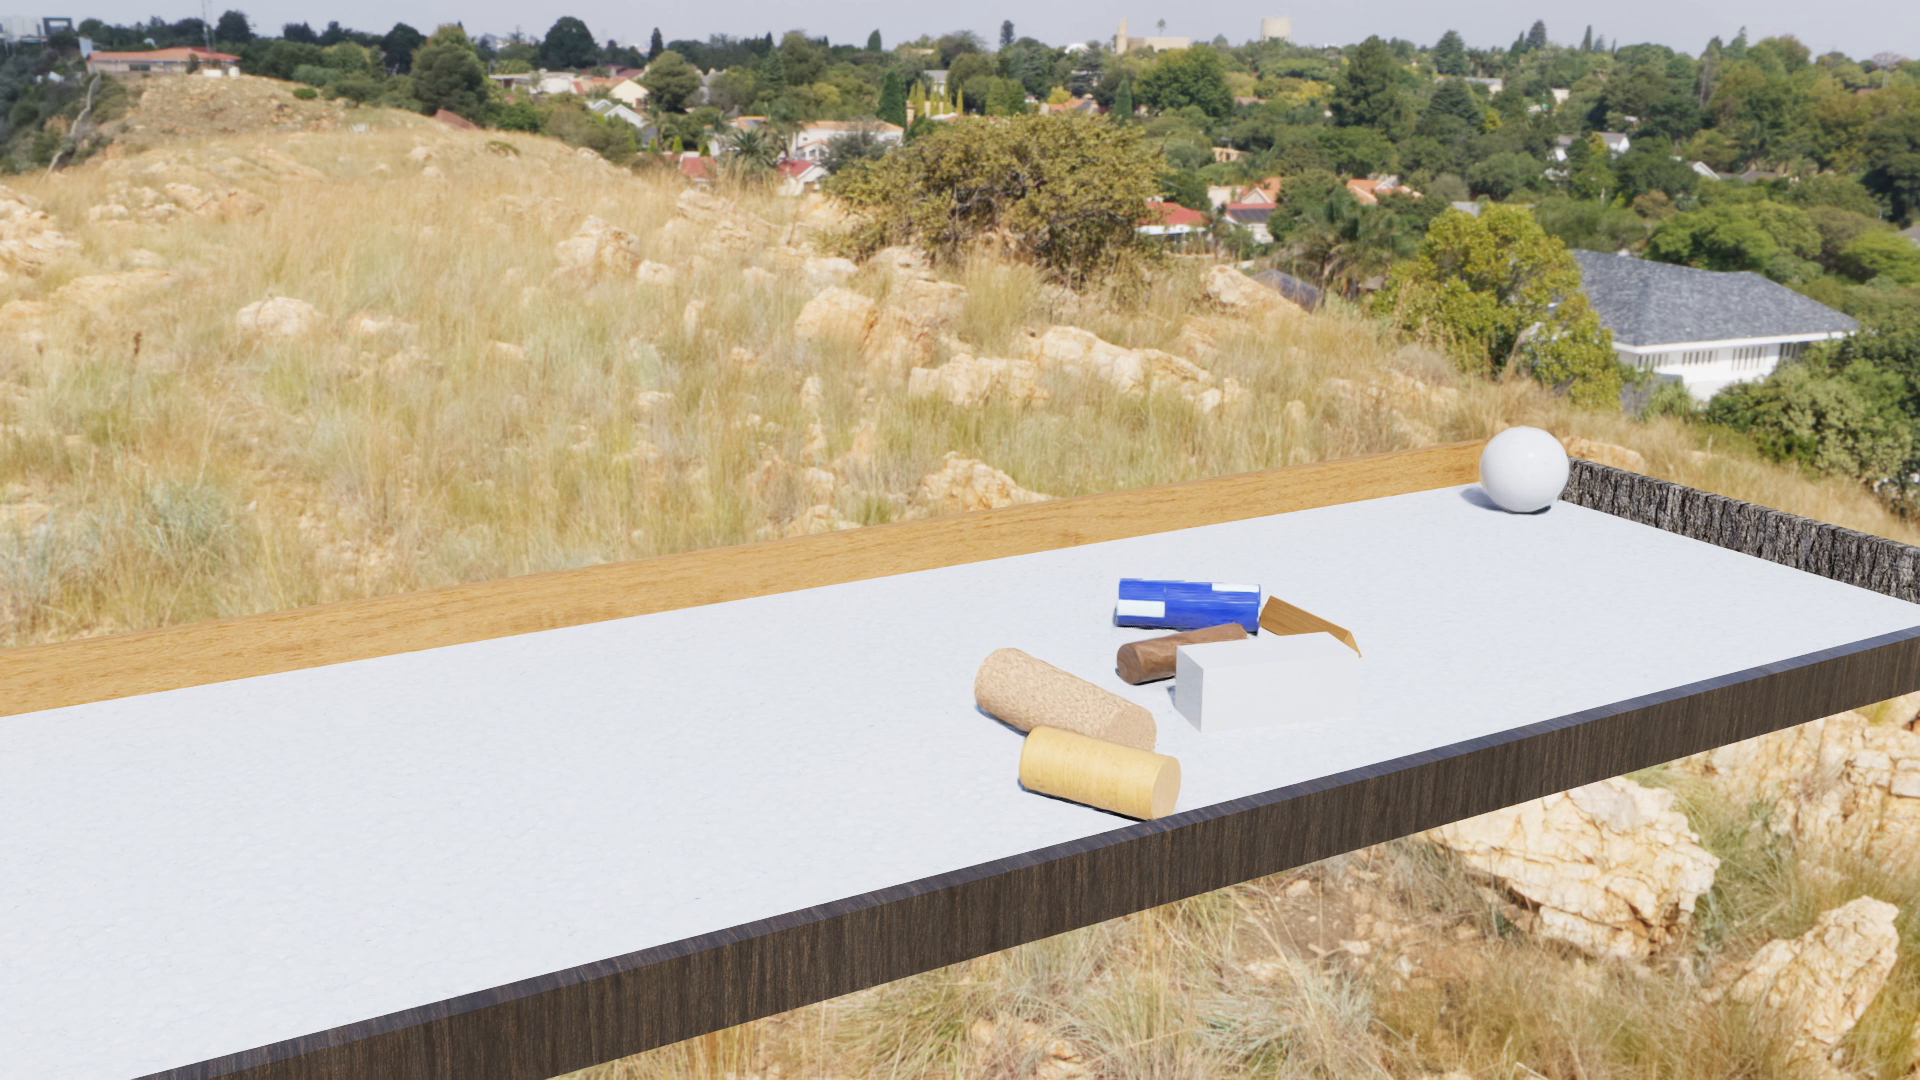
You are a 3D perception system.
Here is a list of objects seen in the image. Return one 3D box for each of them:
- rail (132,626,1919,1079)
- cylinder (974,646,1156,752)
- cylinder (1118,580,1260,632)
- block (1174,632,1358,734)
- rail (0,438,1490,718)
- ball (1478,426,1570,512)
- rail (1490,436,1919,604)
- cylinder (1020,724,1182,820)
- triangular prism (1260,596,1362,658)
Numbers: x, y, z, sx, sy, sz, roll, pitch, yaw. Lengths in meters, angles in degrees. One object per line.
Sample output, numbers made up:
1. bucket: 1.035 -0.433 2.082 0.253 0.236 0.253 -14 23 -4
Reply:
1. rail: -2.336 1.006 1.665 12.000 0.150 0.050 -9 18 -27
2. cylinder: 0.233 0.386 3.753 0.164 0.164 0.457 -11 20 -34
3. cylinder: 0.627 0.181 4.516 0.381 0.126 0.126 3 17 9
4. block: 0.727 0.336 3.927 0.393 0.159 0.159 -4 17 -15
5. rail: -3.305 0.497 3.399 12.000 0.150 0.050 -9 18 -27
6. ball: 1.934 -0.244 5.662 0.295 0.295 0.295 0 16 0
7. rail: 2.466 -0.048 5.253 0.050 0.150 2.100 -9 18 -27
8. cylinder: 0.292 0.487 3.450 0.310 0.139 0.139 10 19 31
9. triangular prism: 0.933 0.232 4.419 0.090 0.078 0.333 -8 18 -26
